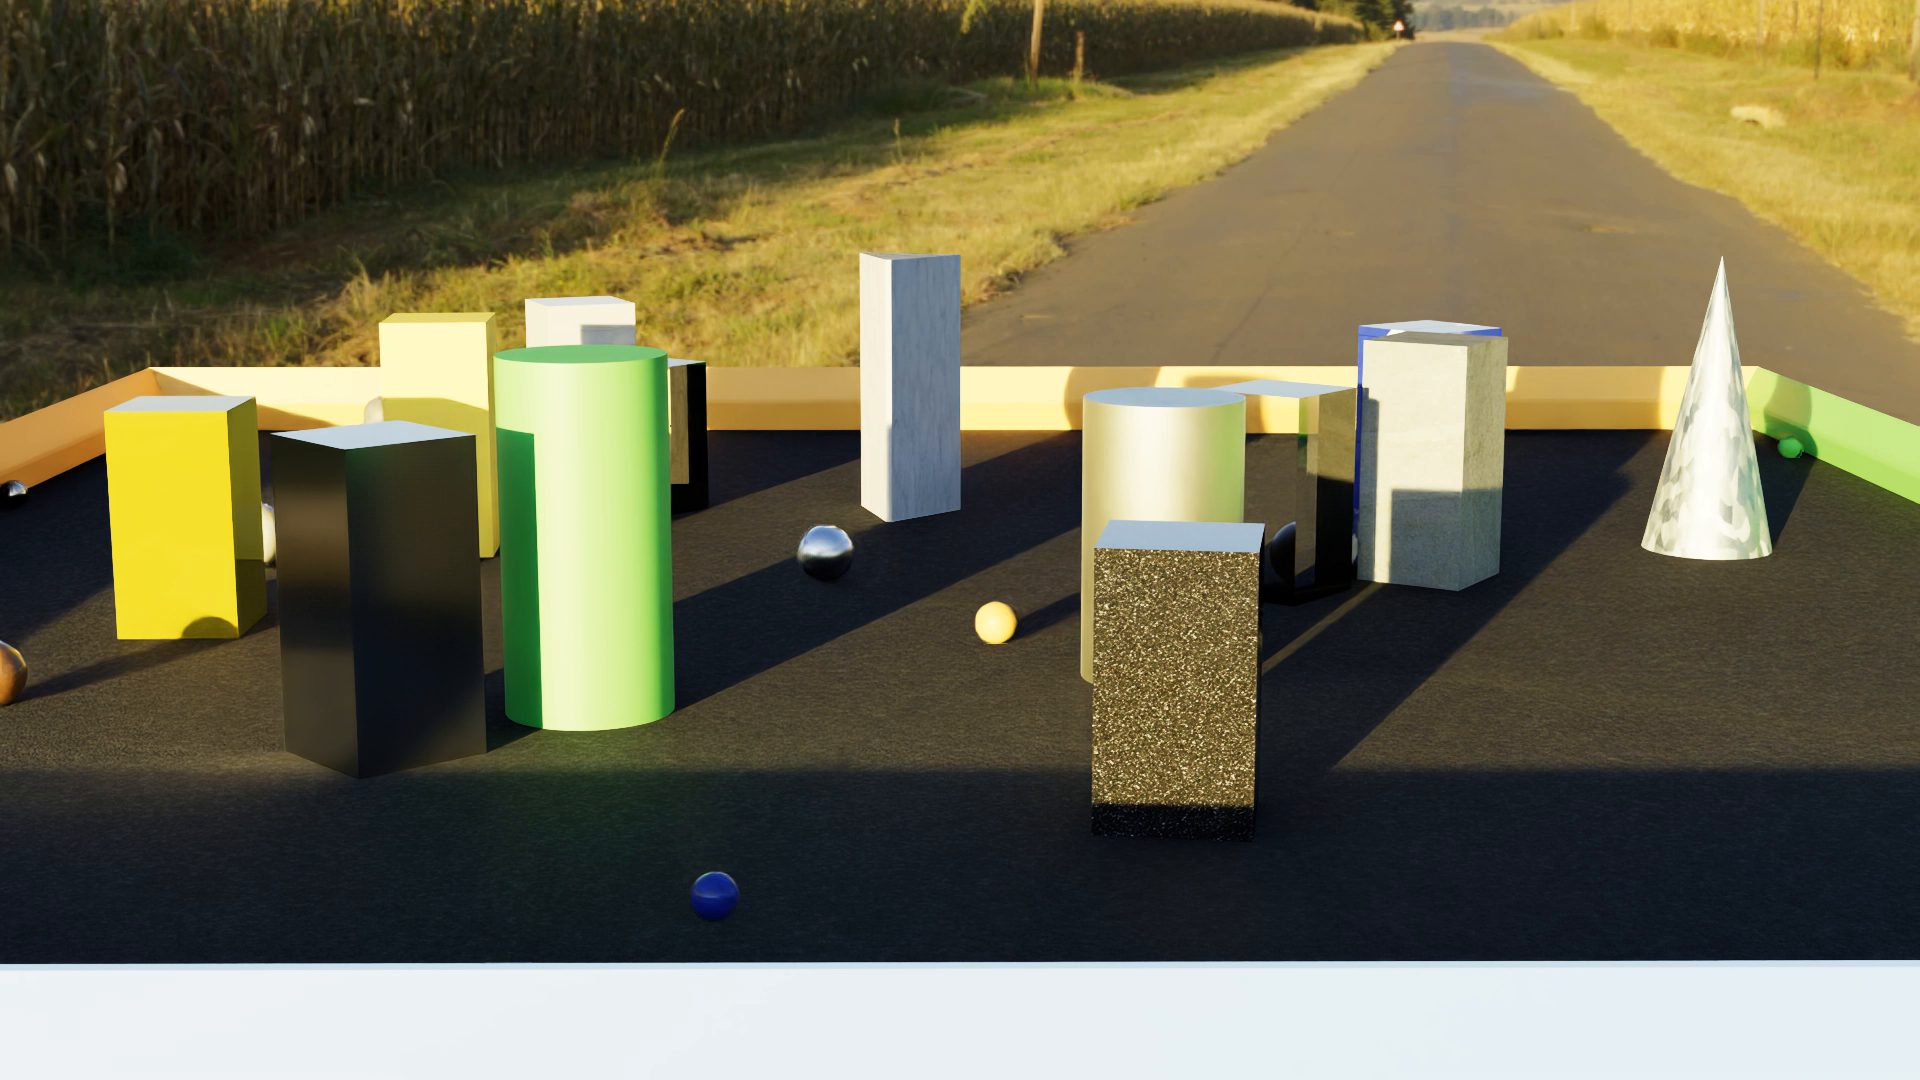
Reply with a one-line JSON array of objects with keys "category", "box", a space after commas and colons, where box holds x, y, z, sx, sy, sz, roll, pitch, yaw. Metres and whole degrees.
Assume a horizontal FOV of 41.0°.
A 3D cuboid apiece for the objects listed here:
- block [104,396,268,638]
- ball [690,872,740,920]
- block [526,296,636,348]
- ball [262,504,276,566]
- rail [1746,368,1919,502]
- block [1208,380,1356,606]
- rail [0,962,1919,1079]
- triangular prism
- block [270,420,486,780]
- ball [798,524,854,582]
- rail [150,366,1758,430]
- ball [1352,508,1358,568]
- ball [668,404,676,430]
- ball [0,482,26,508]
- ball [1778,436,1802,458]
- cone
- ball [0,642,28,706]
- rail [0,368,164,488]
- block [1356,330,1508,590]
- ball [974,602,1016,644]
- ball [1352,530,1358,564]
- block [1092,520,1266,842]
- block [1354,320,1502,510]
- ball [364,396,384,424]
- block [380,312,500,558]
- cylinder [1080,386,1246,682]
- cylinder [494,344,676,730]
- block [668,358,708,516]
[{"category": "block", "box": [-1.004, -0.032, 3.338, 0.154, 0.293, 0.154, 0, 11, -1]}, {"category": "ball", "box": [-0.211, 0.306, 2.209, 0.042, 0.042, 0.042, 0, 11, 0]}, {"category": "block", "box": [-0.663, -0.260, 4.498, 0.154, 0.318, 0.154, -5, 11, -23]}, {"category": "ball", "box": [-1.031, -0.008, 3.747, 0.096, 0.096, 0.096, 0, 11, 0]}, {"category": "rail", "box": [1.589, 0.030, 3.458, 0.045, 0.125, 3.464, 0, 11, 0]}, {"category": "block", "box": [0.441, -0.069, 3.562, 0.154, 0.284, 0.154, 8, 13, 38]}, {"category": "rail", "box": [0.010, 0.344, 1.770, 3.225, 0.125, 0.045, 0, 11, 0]}, {"category": "triangular prism", "box": [-0.109, -0.256, 4.195, 0.144, 0.420, 0.166, 10, 14, 43]}, {"category": "block", "box": [-0.615, 0.058, 2.716, 0.154, 0.344, 0.154, -10, 14, -42]}, {"category": "ball", "box": [-0.191, 0.019, 3.650, 0.080, 0.080, 0.080, 0, 11, 0]}, {"category": "rail", "box": [-0.010, -0.280, 5.129, 3.225, 0.125, 0.045, 0, 11, 0]}, {"category": "ball", "box": [0.569, -0.003, 3.745, 0.087, 0.087, 0.087, 0, 11, 0]}, {"category": "ball", "box": [-0.599, -0.243, 5.083, 0.070, 0.070, 0.070, 0, 11, 0]}, {"category": "ball", "box": [-1.571, -0.075, 4.253, 0.044, 0.044, 0.044, 0, 11, 0]}, {"category": "ball", "box": [1.548, -0.174, 4.786, 0.042, 0.042, 0.042, 0, 11, 0]}, {"category": "cone", "box": [1.137, -0.206, 3.865, 0.192, 0.444, 0.192, 0, 11, 0]}, {"category": "ball", "box": [-1.109, 0.153, 2.938, 0.076, 0.076, 0.076, 0, 11, 0]}, {"category": "rail", "box": [-1.589, 0.034, 3.440, 0.045, 0.125, 3.464, 0, 11, 0]}, {"category": "block", "box": [0.674, -0.117, 3.658, 0.154, 0.342, 0.154, 7, 12, 32]}, {"category": "ball", "box": [0.046, 0.105, 3.258, 0.053, 0.053, 0.053, 0, 11, 0]}, {"category": "ball", "box": [0.523, 0.009, 3.669, 0.091, 0.091, 0.091, 0, 11, 0]}, {"category": "block", "box": [0.213, 0.133, 2.490, 0.154, 0.279, 0.154, 2, 11, 8]}, {"category": "block", "box": [0.723, -0.167, 3.976, 0.154, 0.326, 0.154, -8, 13, -35]}, {"category": "ball", "box": [-1.139, -0.246, 5.071, 0.080, 0.080, 0.080, 0, 11, 0]}, {"category": "block", "box": [-0.779, -0.160, 3.867, 0.154, 0.351, 0.154, -1, 11, -4]}, {"category": "cylinder", "box": [0.242, -0.003, 3.064, 0.192, 0.337, 0.192, 0, 11, 0]}, {"category": "cylinder", "box": [-0.422, -0.007, 2.892, 0.192, 0.407, 0.192, 0, 11, 0]}, {"category": "block", "box": [-0.524, -0.170, 4.218, 0.154, 0.243, 0.154, 8, 13, 35]}]
